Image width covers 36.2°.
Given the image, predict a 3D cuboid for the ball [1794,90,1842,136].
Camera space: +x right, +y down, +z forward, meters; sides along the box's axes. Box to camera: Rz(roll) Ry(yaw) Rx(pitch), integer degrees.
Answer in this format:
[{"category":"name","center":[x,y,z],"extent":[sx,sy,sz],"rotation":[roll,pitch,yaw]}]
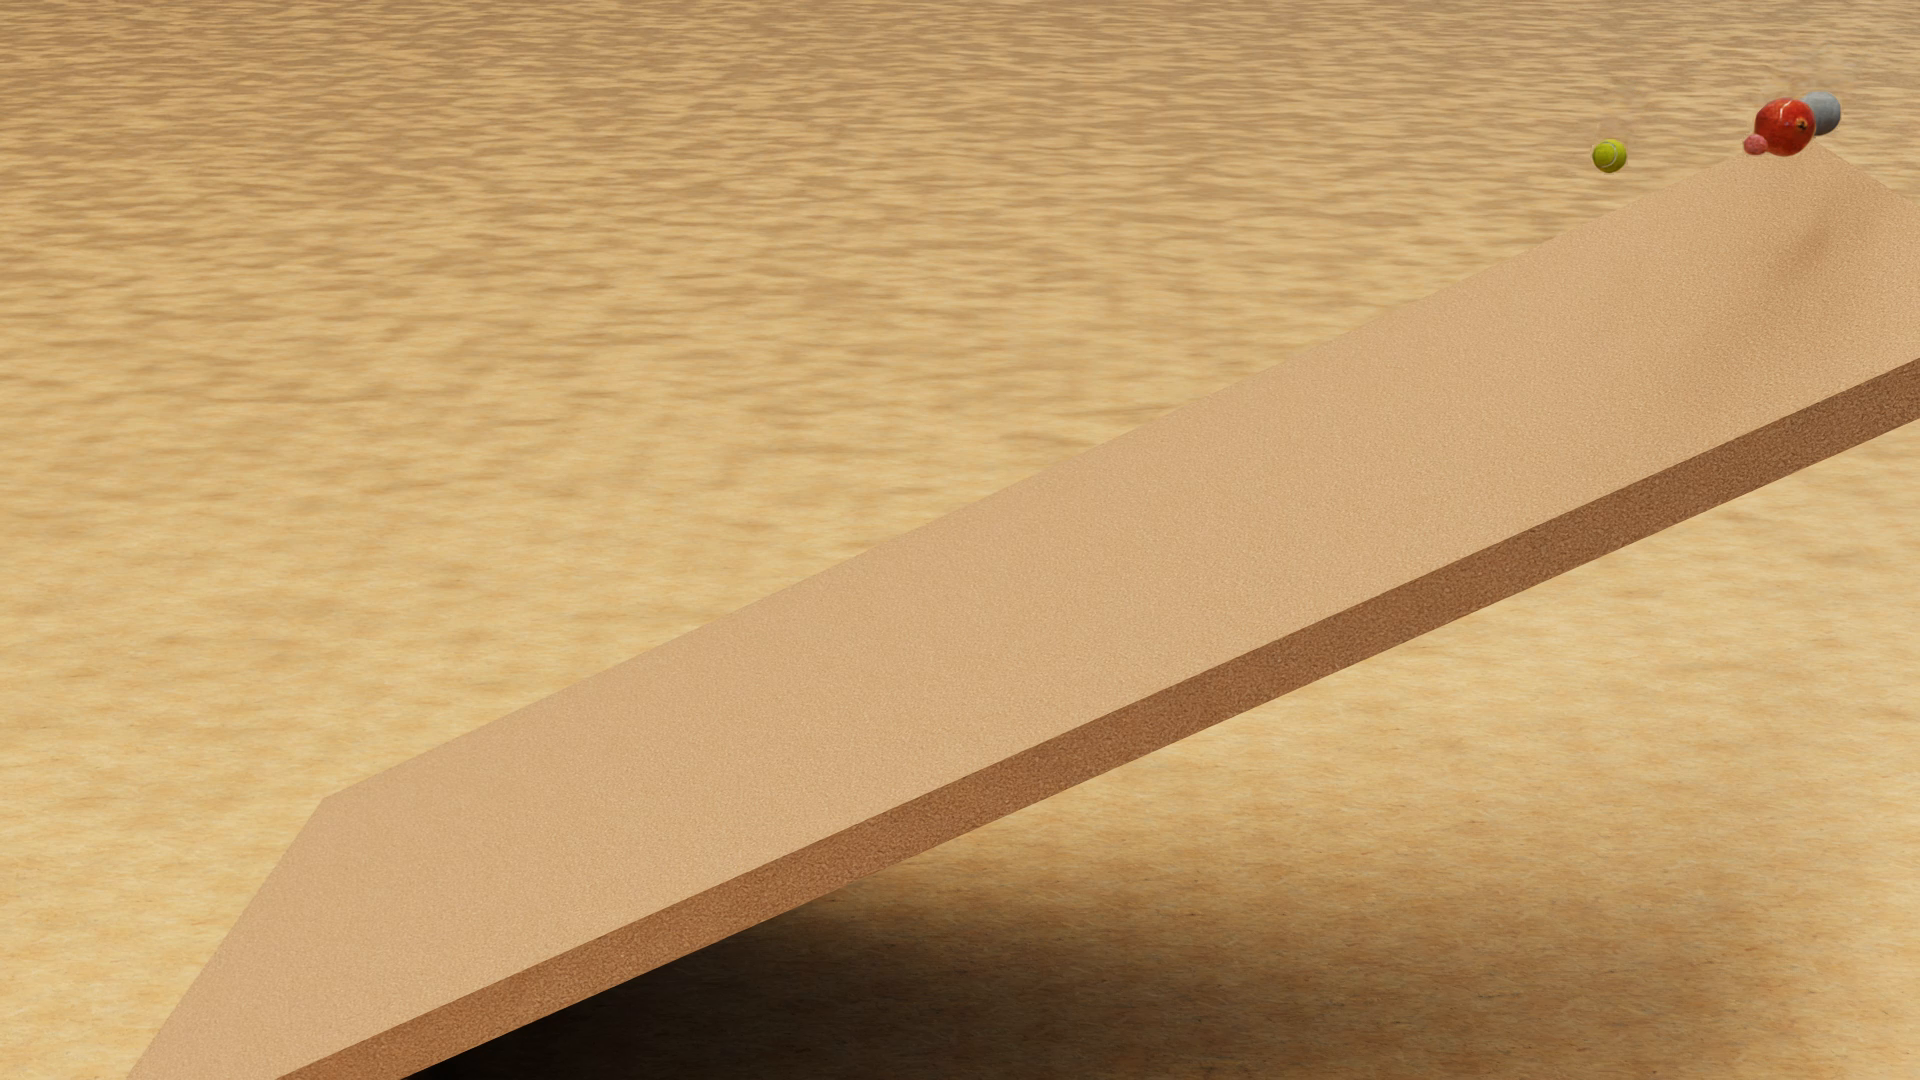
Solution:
[{"category":"ball","center":[1.745,-0.868,5.982],"extent":[0.091,0.091,0.091],"rotation":[0,16,0]}]

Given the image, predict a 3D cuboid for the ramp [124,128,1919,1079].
[{"category":"ramp","center":[0.137,0.168,6.282],"extent":[4.000,0.100,2.000],"rotation":[-24,13,9]}]
